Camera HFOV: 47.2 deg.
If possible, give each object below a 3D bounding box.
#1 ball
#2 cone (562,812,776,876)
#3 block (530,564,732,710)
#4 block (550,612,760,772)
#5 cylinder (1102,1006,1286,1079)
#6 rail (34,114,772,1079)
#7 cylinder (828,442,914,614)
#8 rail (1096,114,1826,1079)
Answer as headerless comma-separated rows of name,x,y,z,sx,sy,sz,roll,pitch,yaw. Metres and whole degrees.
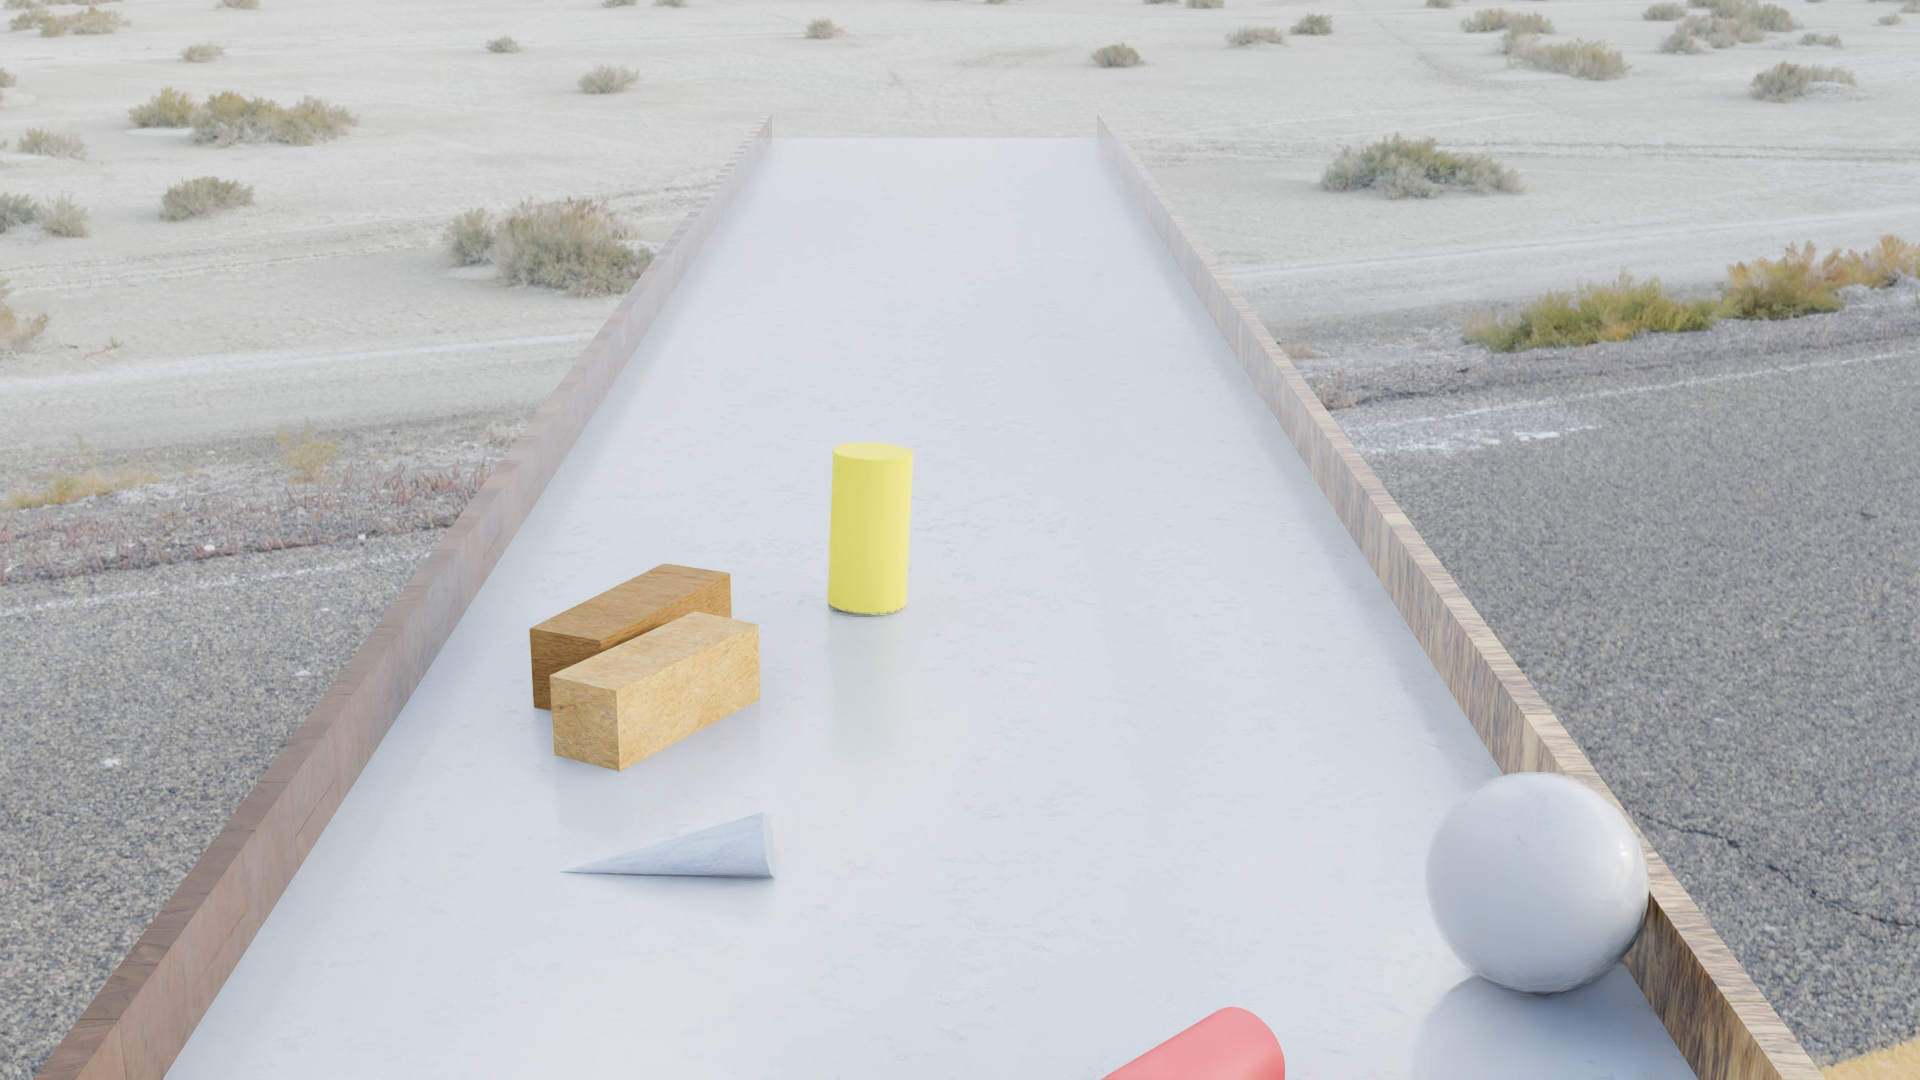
ball,0.806,0.480,3.079,0.305,0.305,0.305,0,17,0
cone,-0.466,0.500,3.456,0.339,0.103,0.103,-8,16,3
block,-0.635,0.192,4.303,0.159,0.159,0.459,8,18,25
block,-0.554,0.272,4.048,0.151,0.151,0.419,10,19,30
cylinder,0.257,0.686,2.694,0.127,0.127,0.304,15,22,41
rail,-1.118,-0.838,7.780,0.050,0.150,12.000,0,17,-1
cylinder,-0.193,-0.027,4.713,0.171,0.335,0.171,3,15,-1
rail,0.932,-0.844,7.801,0.050,0.150,12.000,0,17,-1
